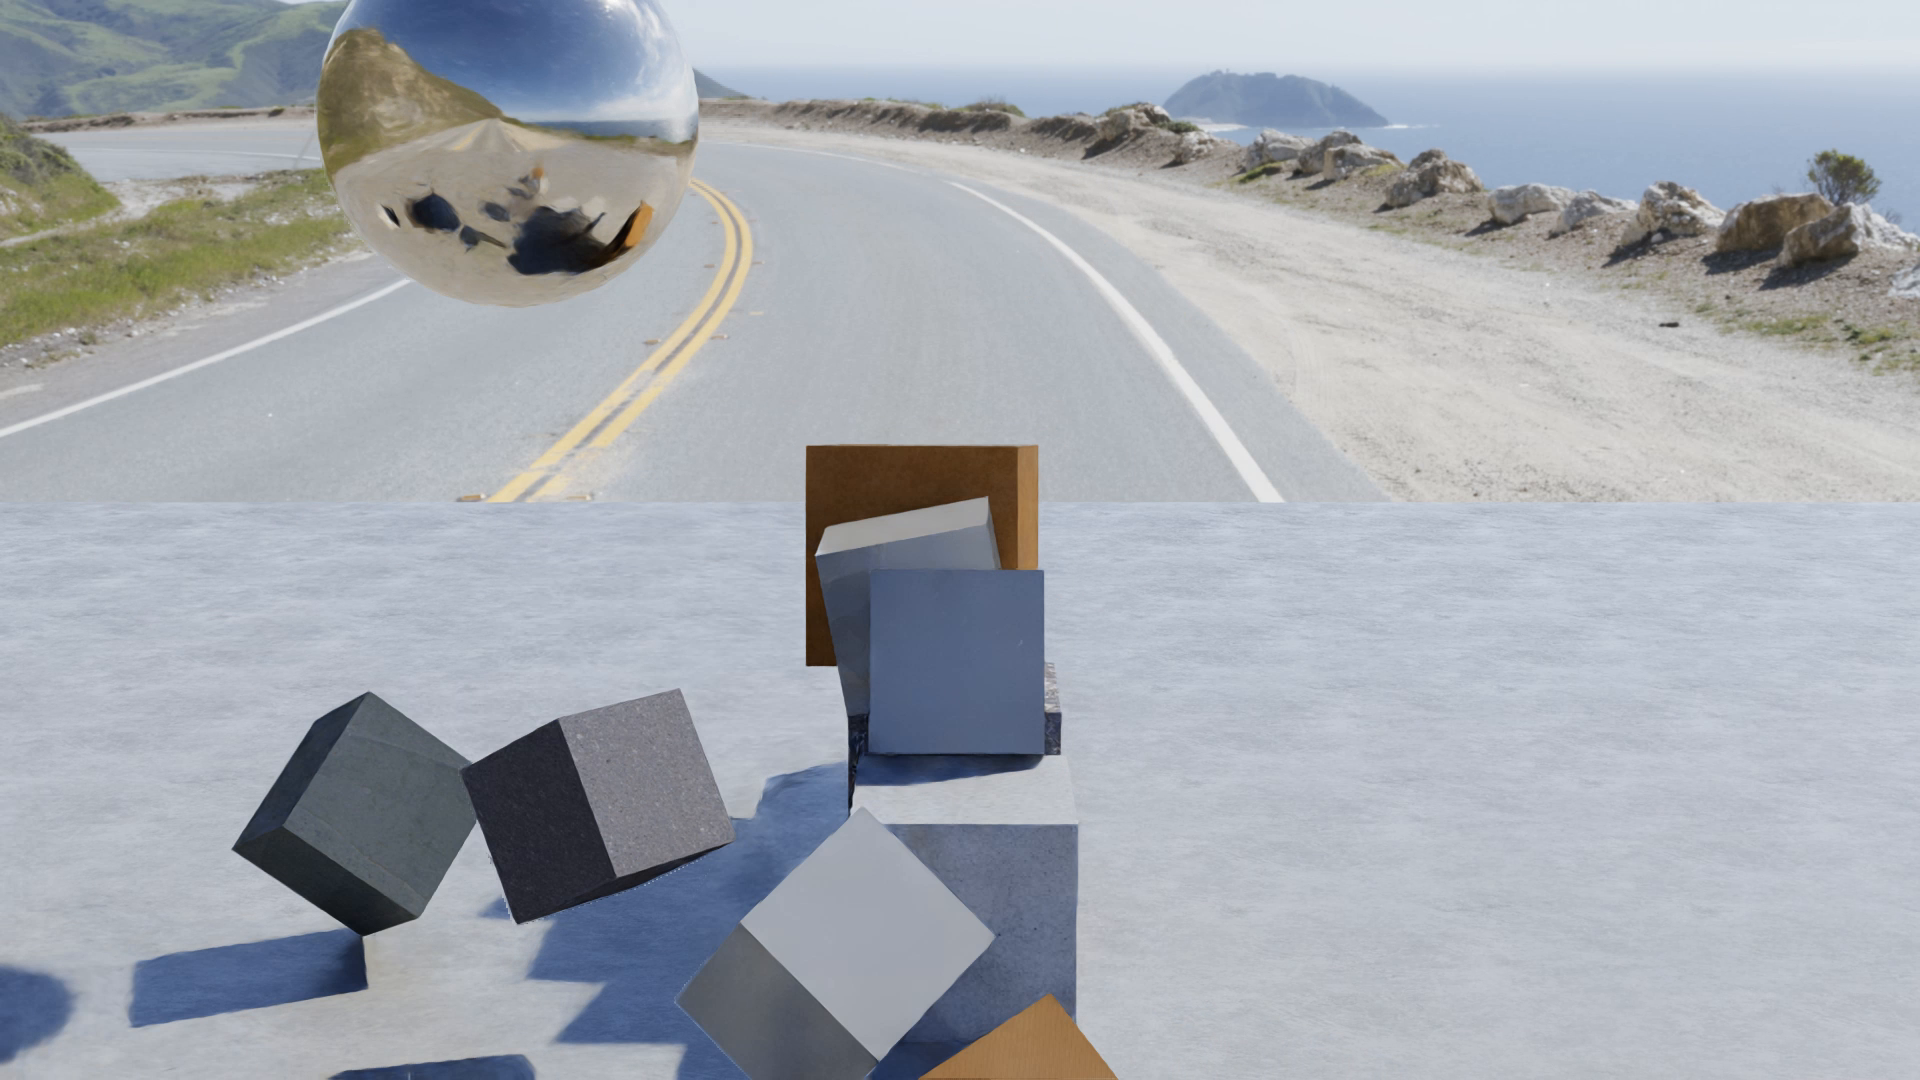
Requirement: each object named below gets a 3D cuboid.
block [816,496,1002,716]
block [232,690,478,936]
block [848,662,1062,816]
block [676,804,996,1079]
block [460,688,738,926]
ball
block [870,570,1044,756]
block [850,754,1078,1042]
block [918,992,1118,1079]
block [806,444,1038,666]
[{"bbox_3d":[-0.176,0.276,11.169,0.736,0.705,0.724,-10,10,3],"label":"block"},{"bbox_3d":[-2.404,1.116,10.380,0.651,0.652,0.626,39,-32,-19],"label":"block"},{"bbox_3d":[-0.021,1.053,11.493,0.911,0.815,0.946,0,10,0],"label":"block"},{"bbox_3d":[-0.398,1.364,8.155,0.619,0.593,0.628,-41,-8,-40],"label":"block"},{"bbox_3d":[-1.293,0.950,9.189,0.570,0.587,0.608,-28,-10,37],"label":"block"},{"bbox_3d":[-1.902,-1.784,10.856,1.600,1.600,1.600,0,10,0],"label":"ball"},{"bbox_3d":[-0.007,0.516,10.412,0.687,0.723,0.663,0,-7,1],"label":"block"},{"bbox_3d":[0.012,1.351,9.819,0.828,0.829,0.964,0,10,0],"label":"block"},{"bbox_3d":[0.154,1.733,7.092,0.523,0.583,0.588,-27,67,-33],"label":"block"},{"bbox_3d":[-0.161,0.057,12.063,0.968,1.004,0.910,0,3,8],"label":"block"}]
